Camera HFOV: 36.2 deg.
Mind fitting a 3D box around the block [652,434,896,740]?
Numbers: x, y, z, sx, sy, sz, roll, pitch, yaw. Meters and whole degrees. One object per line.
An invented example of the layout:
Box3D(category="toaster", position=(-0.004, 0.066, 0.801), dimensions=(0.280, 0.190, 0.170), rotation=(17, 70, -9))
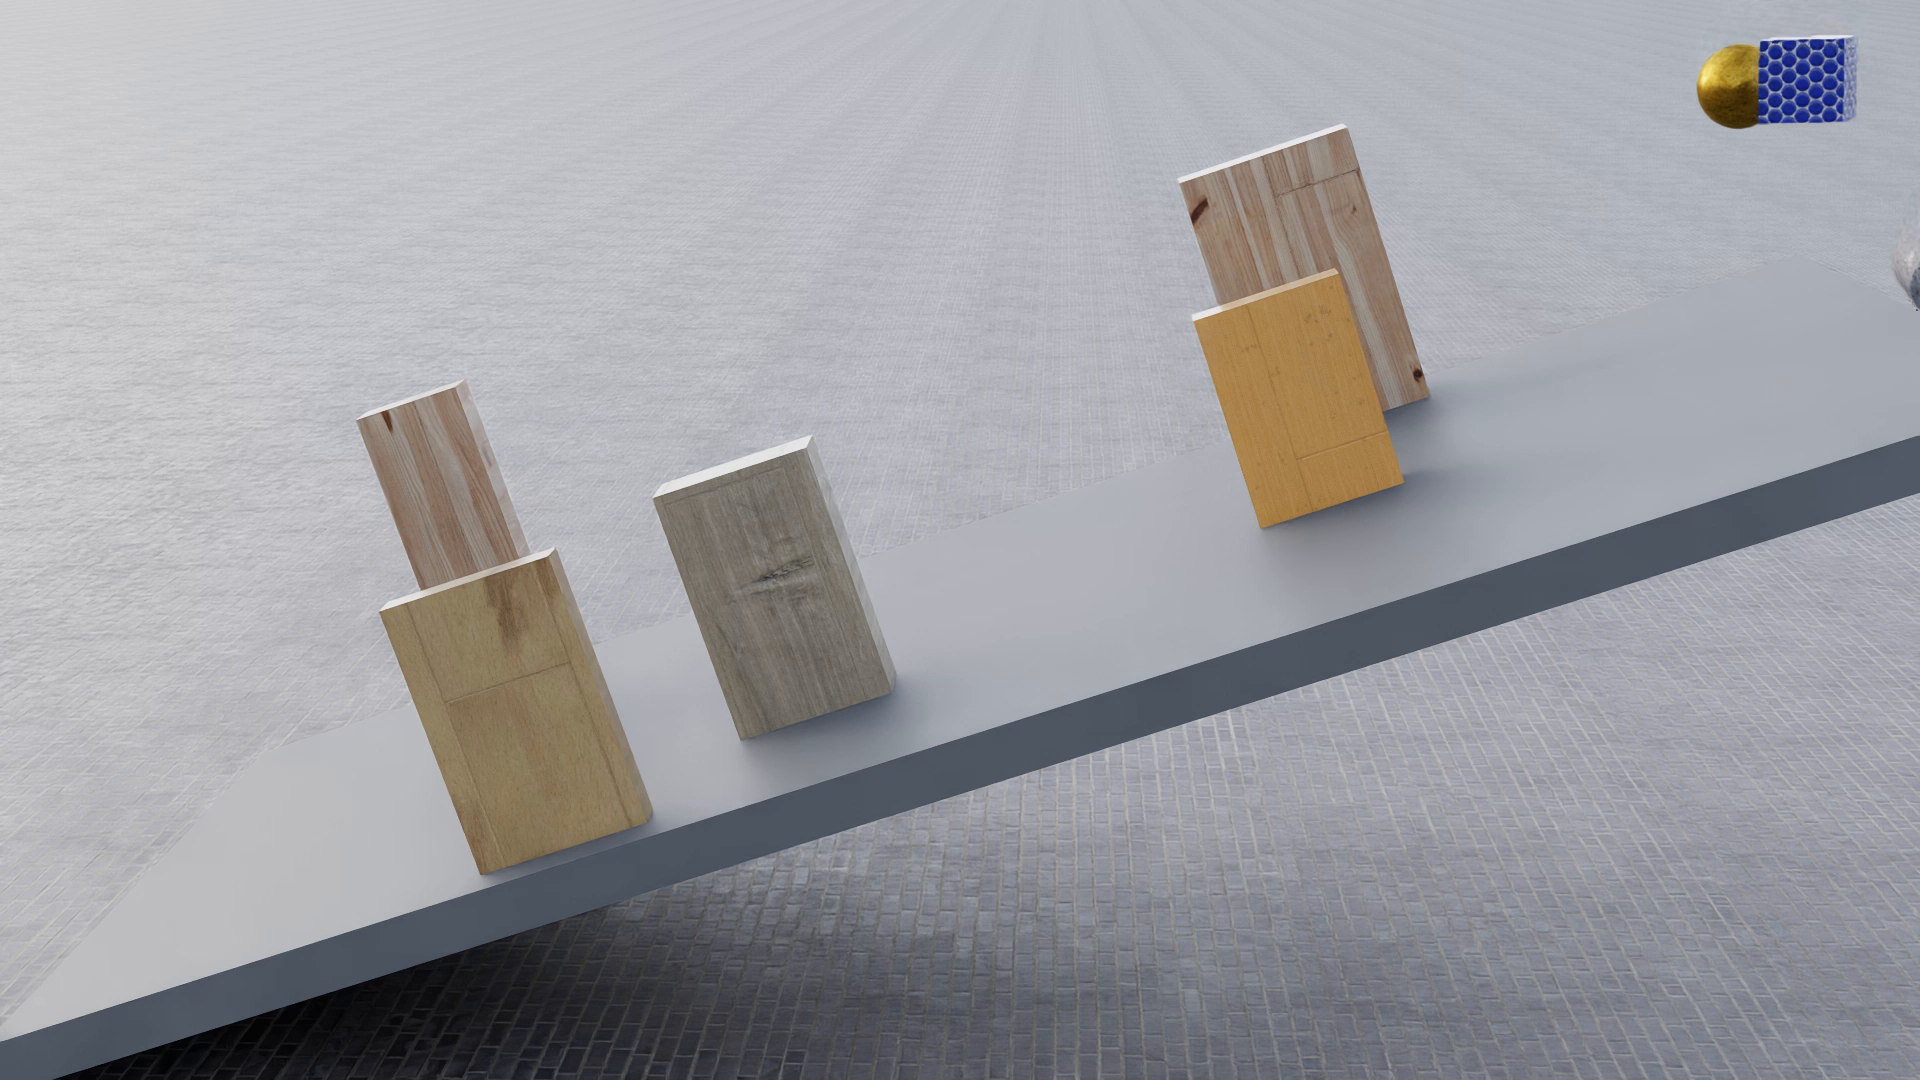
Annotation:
Box3D(category="block", position=(-0.367, 0.095, 5.880), dimensions=(0.321, 0.520, 0.148), rotation=(-18, 11, 6))

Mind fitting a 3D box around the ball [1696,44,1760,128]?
Box3D(category="ball", position=(1.670, -0.972, 6.301), dimensions=(0.180, 0.180, 0.180), rotation=(0, 12, 0))

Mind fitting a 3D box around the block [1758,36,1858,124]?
Box3D(category="block", position=(1.686, -0.916, 5.843), dimensions=(0.162, 0.162, 0.162), rotation=(3, 12, 26))

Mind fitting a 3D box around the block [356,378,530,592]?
Box3D(category="block", position=(-1.117, 0.044, 6.727), dimensions=(0.240, 0.780, 0.120), rotation=(-18, 11, 6))

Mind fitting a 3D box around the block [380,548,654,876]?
Box3D(category="block", position=(-0.826, 0.321, 5.494), dimensions=(0.335, 0.536, 0.080), rotation=(-18, 11, 6))

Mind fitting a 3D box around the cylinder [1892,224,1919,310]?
Box3D(category="cylinder", position=(1.970, -0.540, 5.892), dimensions=(0.163, 0.163, 0.163), rotation=(1, 23, 4))

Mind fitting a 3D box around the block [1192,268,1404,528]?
Box3D(category="block", position=(0.705, -0.295, 6.145), dimensions=(0.313, 0.461, 0.094), rotation=(-18, 11, 6))

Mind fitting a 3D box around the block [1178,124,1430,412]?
Box3D(category="block", position=(0.810, -0.596, 6.932), dimensions=(0.407, 0.662, 0.125), rotation=(-18, 11, 6))

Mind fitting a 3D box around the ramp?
Box3D(category="ramp", position=(0.106, 0.181, 6.306), dimensions=(4.000, 0.100, 2.000), rotation=(-18, 11, 6))
